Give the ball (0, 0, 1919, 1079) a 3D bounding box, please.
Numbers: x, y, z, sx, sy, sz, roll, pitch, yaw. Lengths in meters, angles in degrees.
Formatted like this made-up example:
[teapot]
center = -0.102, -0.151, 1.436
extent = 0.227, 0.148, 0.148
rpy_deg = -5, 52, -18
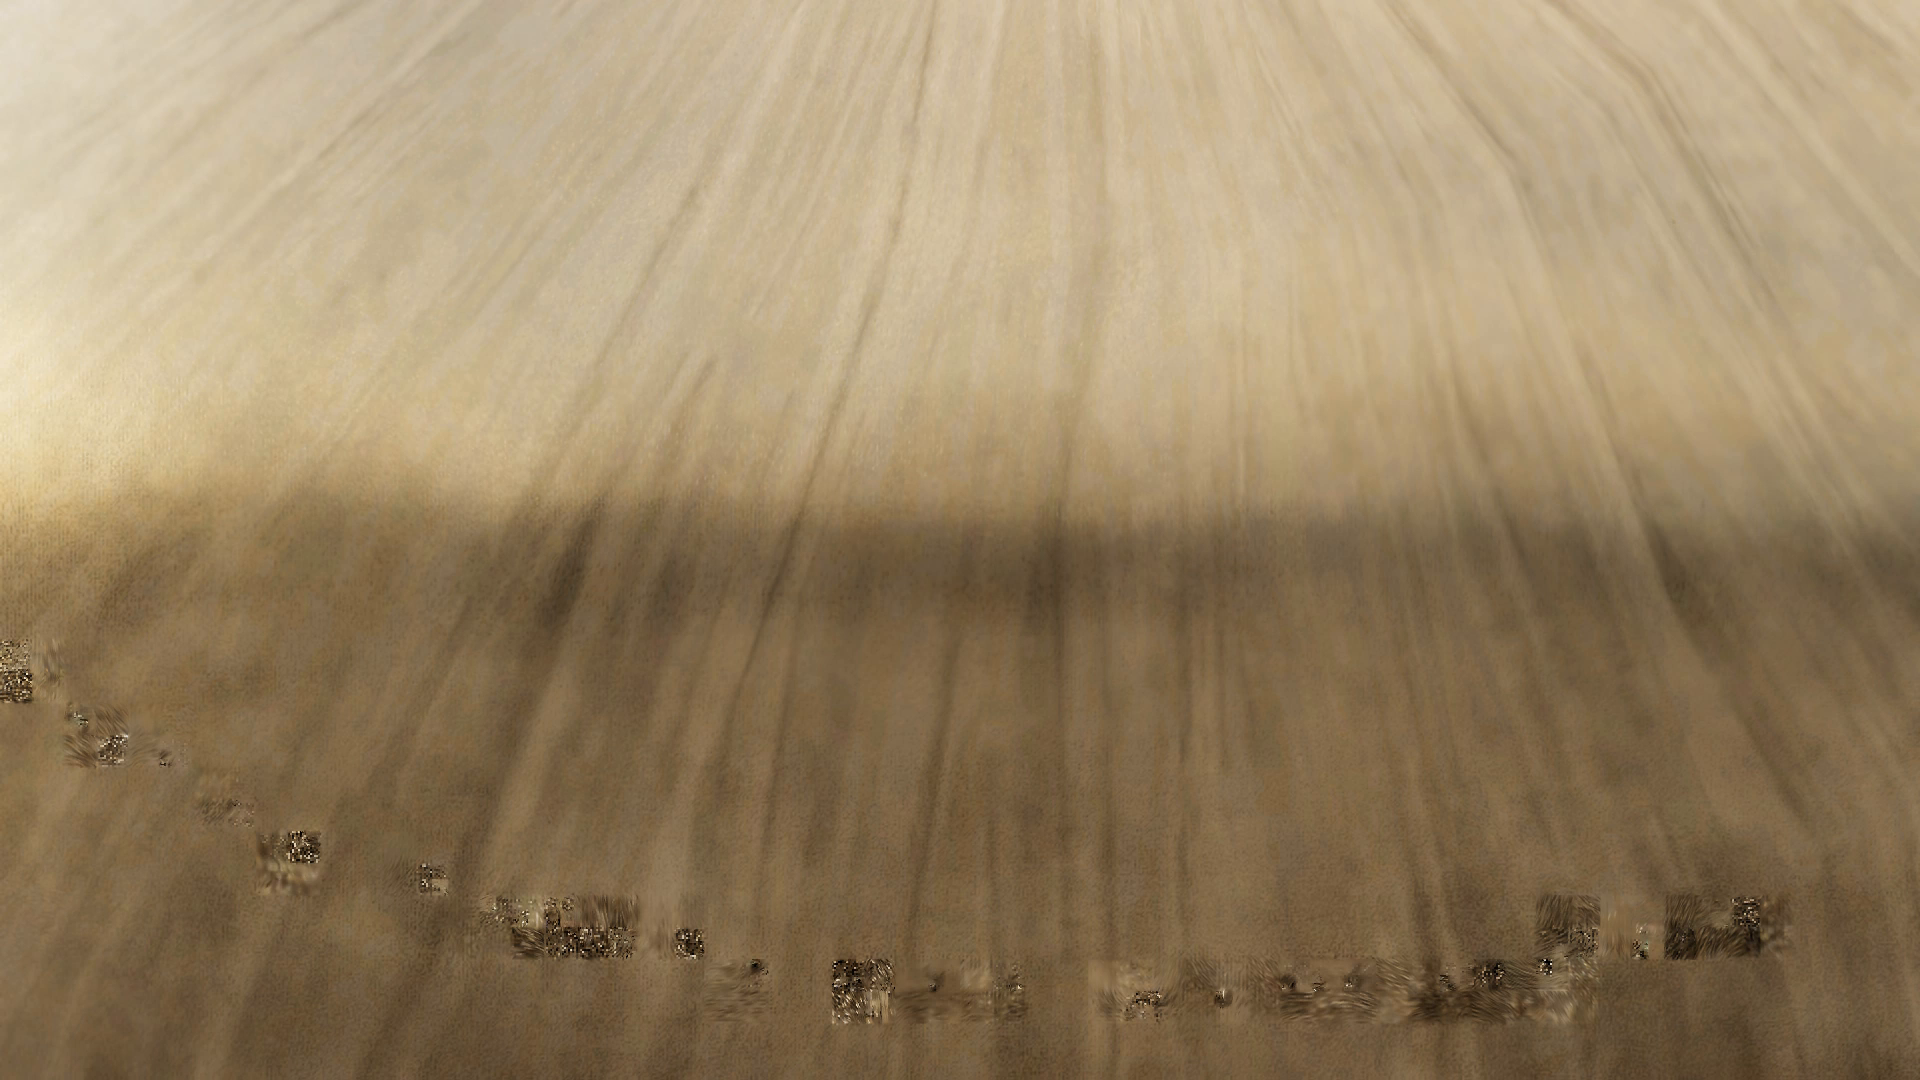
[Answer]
[ball]
center = 0.001, -0.002, 0.052
extent = 0.080, 0.080, 0.080
rpy_deg = 0, 4, 0
